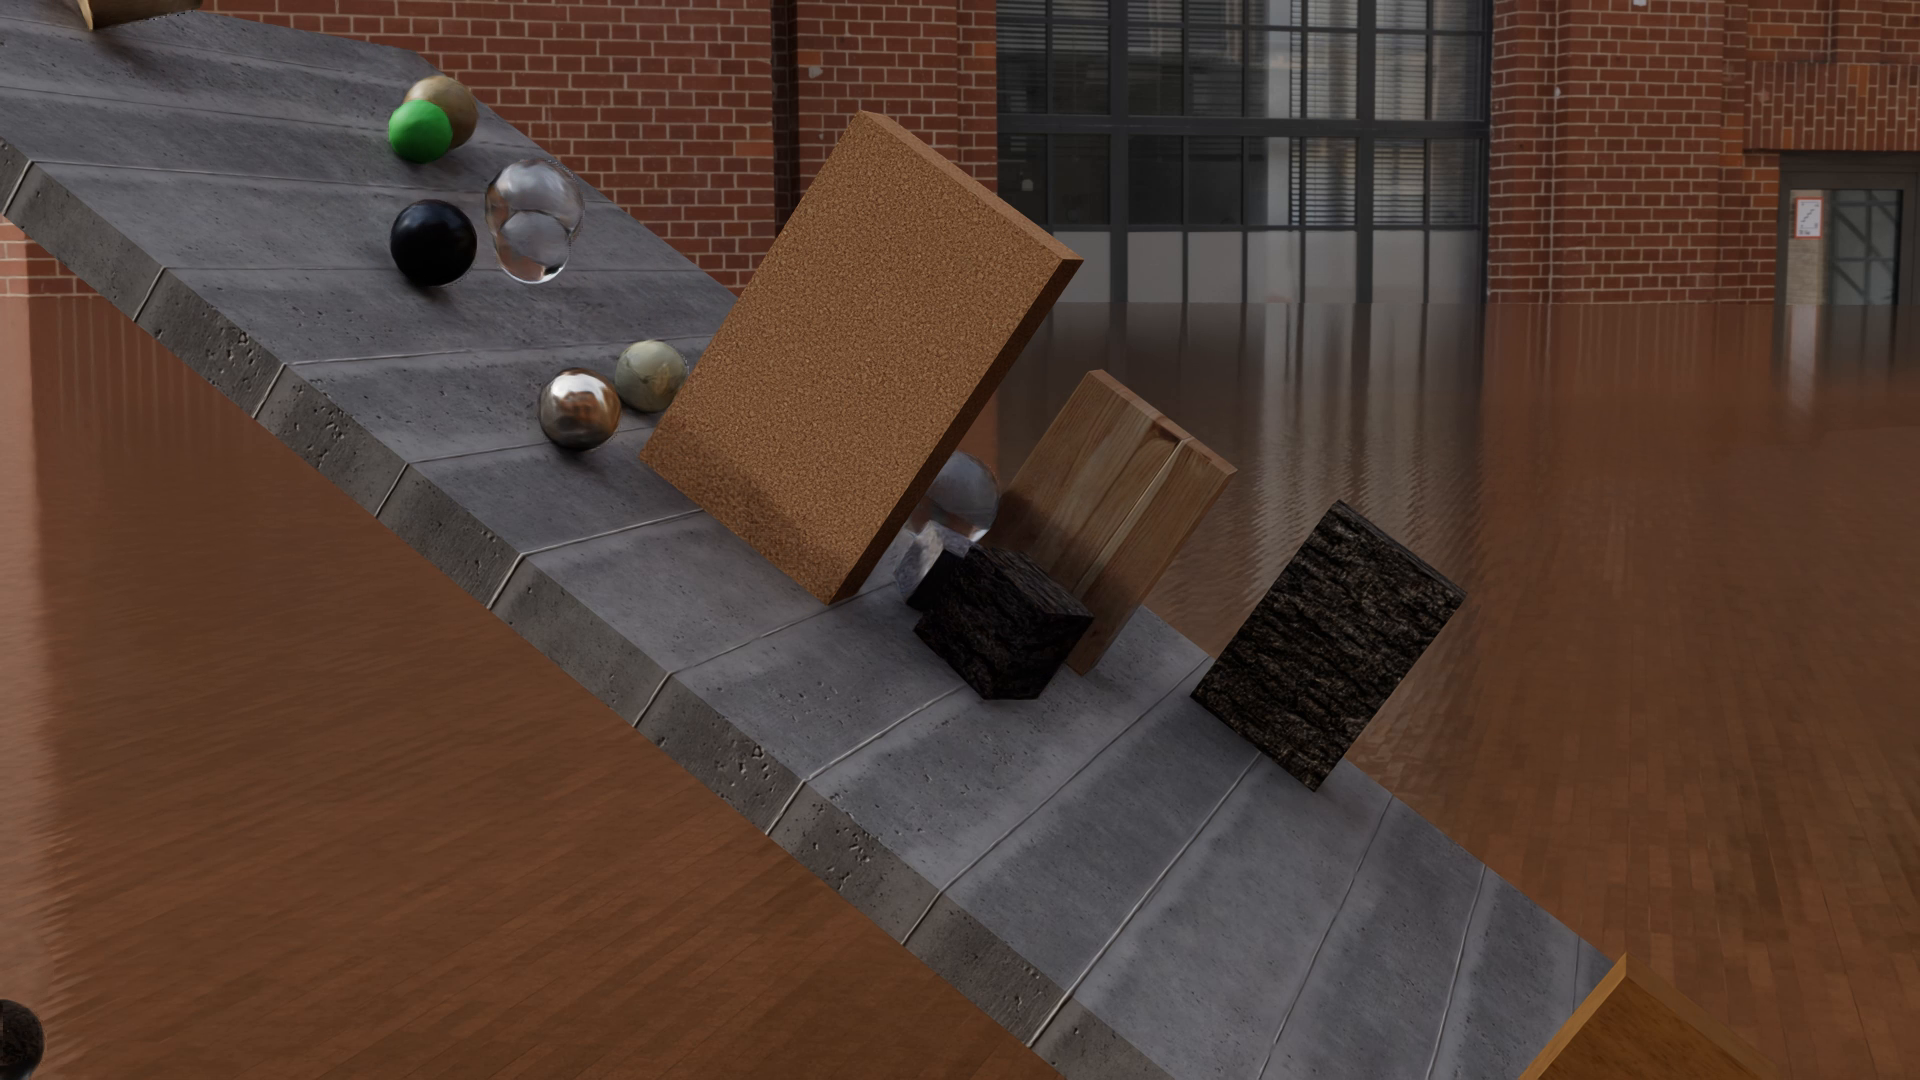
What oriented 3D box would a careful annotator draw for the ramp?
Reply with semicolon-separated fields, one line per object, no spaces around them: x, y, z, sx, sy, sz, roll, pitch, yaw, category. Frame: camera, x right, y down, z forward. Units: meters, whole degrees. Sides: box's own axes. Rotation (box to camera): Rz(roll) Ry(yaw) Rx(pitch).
-0.089;0.160;4.081;4.000;0.100;2.000;37;16;10;ramp

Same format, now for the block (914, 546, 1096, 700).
0.080;0.149;3.917;0.190;0.190;0.190;42;17;26;block

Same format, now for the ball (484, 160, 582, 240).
-0.854;-0.664;4.401;0.194;0.194;0.194;0;7;0;ball

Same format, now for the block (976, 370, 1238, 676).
0.256;-0.034;4.270;0.331;0.487;0.115;37;16;10;block

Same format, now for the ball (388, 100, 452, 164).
-1.109;-0.839;4.519;0.129;0.129;0.129;0;7;0;ball

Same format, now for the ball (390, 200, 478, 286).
-0.936;-0.529;3.908;0.152;0.152;0.152;0;7;0;ball

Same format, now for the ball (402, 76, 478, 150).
-1.105;-0.907;4.675;0.158;0.158;0.158;0;7;0;ball

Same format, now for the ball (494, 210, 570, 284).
-0.829;-0.569;4.264;0.144;0.144;0.144;0;7;0;ball

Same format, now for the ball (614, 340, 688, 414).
-0.566;-0.299;4.024;0.133;0.133;0.133;0;7;0;ball

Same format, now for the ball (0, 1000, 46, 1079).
-2.186;1.147;4.986;0.207;0.207;0.207;0;7;0;ball

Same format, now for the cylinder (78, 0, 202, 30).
-1.520;-1.054;4.028;0.198;0.198;0.198;-19;14;-22;cylinder

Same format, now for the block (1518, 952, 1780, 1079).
0.892;0.835;3.067;0.250;0.448;0.113;37;16;10;block

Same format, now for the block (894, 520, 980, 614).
-0.026;0.066;4.066;0.127;0.127;0.127;28;17;-24;block

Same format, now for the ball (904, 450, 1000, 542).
-0.023;-0.076;4.210;0.195;0.195;0.195;0;7;0;ball

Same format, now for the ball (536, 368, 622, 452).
-0.630;-0.216;3.636;0.138;0.138;0.138;0;7;0;ball

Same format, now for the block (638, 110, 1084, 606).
-0.176;-0.308;3.760;0.428;0.716;0.145;37;16;10;block

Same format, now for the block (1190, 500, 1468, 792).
0.756;0.217;4.527;0.322;0.502;0.107;37;16;10;block
